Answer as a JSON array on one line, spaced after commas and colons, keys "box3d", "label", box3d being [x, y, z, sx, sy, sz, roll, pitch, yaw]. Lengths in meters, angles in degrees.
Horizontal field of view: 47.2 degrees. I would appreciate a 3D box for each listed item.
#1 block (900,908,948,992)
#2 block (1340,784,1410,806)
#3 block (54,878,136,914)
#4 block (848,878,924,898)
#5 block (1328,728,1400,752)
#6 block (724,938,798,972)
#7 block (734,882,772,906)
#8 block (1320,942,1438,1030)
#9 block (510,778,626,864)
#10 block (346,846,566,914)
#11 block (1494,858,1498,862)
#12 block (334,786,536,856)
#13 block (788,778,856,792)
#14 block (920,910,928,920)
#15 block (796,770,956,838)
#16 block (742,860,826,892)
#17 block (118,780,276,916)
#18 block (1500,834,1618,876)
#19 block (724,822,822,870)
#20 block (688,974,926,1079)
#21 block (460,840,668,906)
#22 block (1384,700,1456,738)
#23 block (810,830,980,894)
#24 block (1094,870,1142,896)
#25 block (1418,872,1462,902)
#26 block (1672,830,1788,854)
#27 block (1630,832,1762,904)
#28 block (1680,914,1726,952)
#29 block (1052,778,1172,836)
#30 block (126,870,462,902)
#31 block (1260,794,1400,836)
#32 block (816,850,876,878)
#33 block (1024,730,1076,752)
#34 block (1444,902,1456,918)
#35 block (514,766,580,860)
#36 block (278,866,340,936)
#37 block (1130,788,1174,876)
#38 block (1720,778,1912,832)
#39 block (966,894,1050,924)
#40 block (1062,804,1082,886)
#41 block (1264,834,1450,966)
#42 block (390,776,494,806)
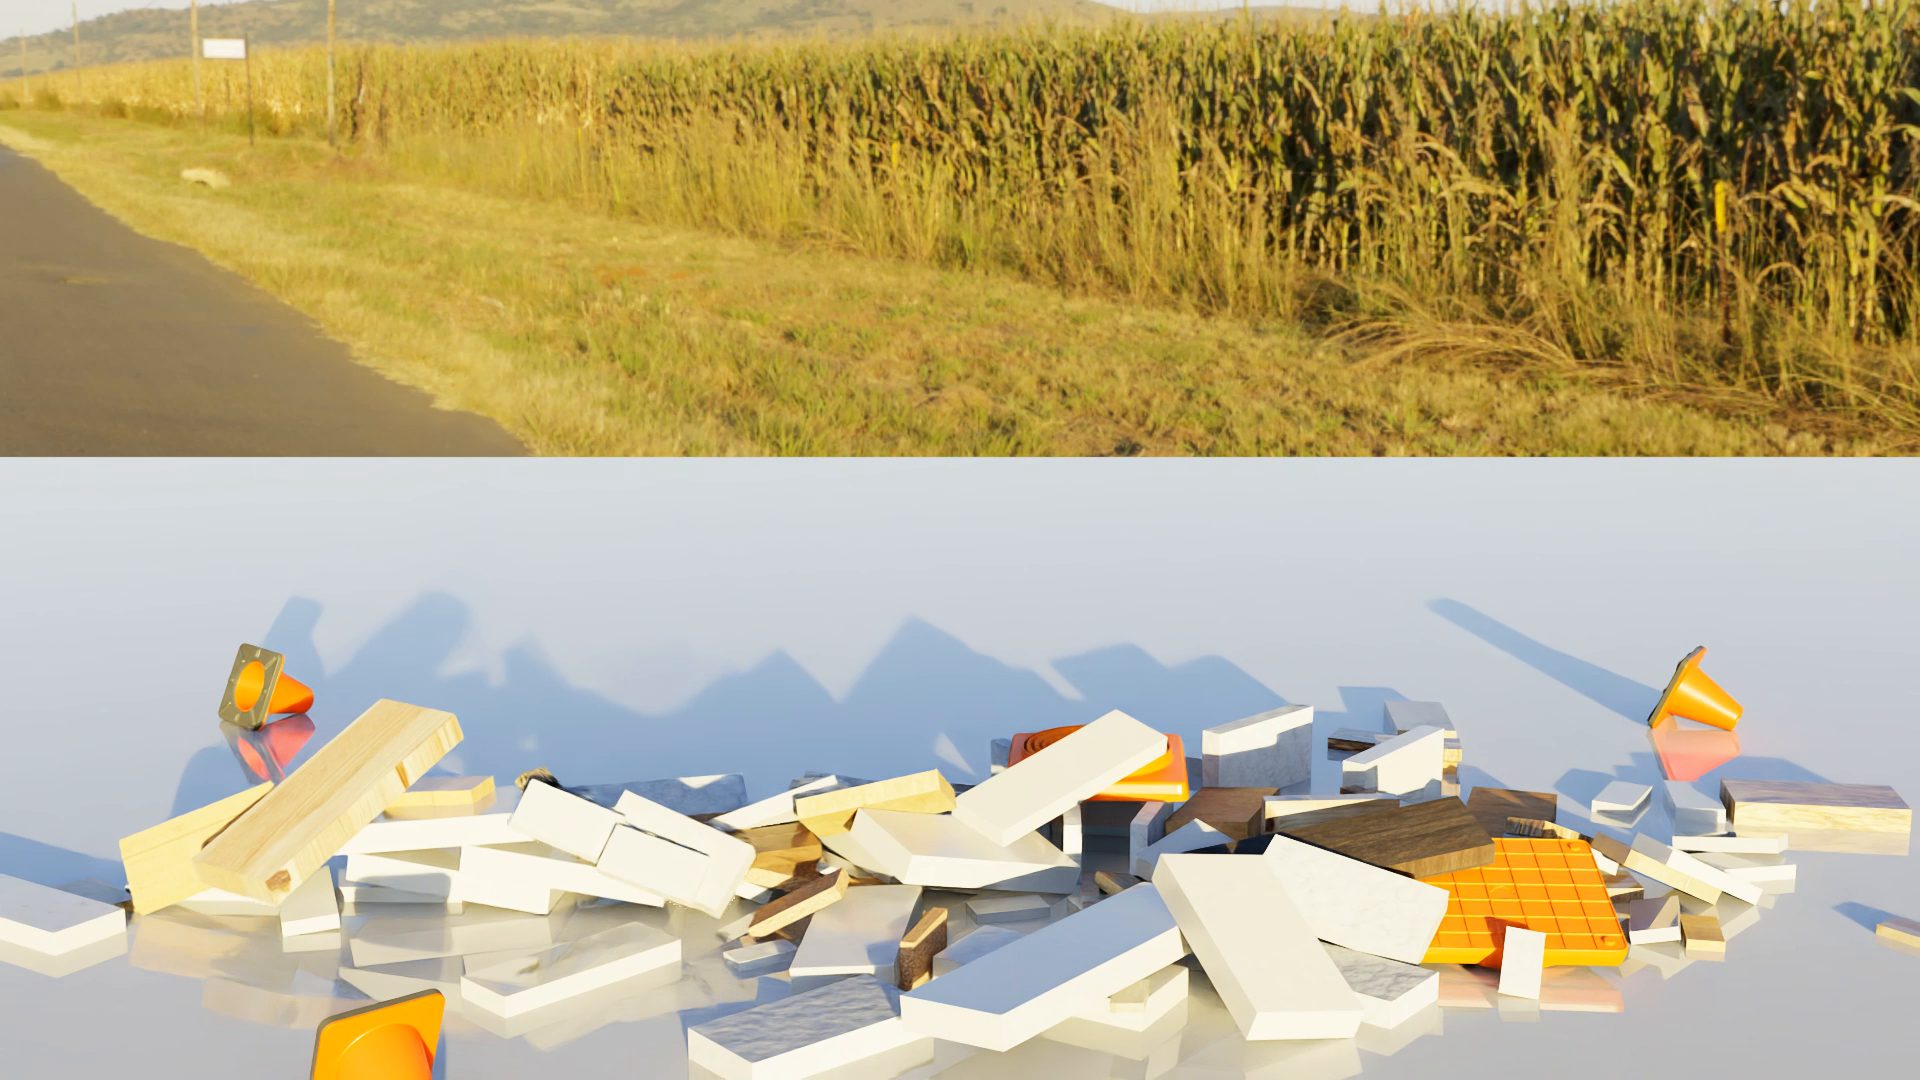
[{"box3d": [-0.054, 0.617, 3.315, 0.022, 0.077, 0.154, 3, 11, 18], "label": "block"}, {"box3d": [0.748, 0.507, 3.806, 0.032, 0.113, 0.226, -7, 13, -34], "label": "block"}, {"box3d": [-1.422, 0.590, 3.612, 0.151, 0.021, 0.076, 9, 14, 40], "label": "block"}, {"box3d": [-0.120, 0.568, 3.587, 0.062, 0.018, 0.124, 14, 2, 37], "label": "block"}, {"box3d": [0.851, 0.418, 4.529, 0.168, 0.024, 0.084, 5, 12, 26], "label": "block"}, {"box3d": [-0.304, 0.637, 3.375, 0.105, 0.015, 0.053, -7, 12, -32], "label": "block"}, {"box3d": [-0.402, 0.543, 3.634, 0.186, 0.026, 0.093, 23, 9, -13], "label": "block"}, {"box3d": [0.543, 0.646, 3.255, 0.289, 0.041, 0.144, 8, 13, 38], "label": "block"}, {"box3d": [-0.626, 0.452, 3.516, 0.165, 0.082, 0.023, 23, -30, -2], "label": "block"}, {"box3d": [-0.825, 0.543, 3.652, 0.336, 0.048, 0.168, 9, 11, 3], "label": "block"}, {"box3d": [0.866, 0.548, 3.753, 0.074, 0.021, 0.149, 0, -1, 4], "label": "block"}, {"box3d": [-0.846, 0.459, 3.626, 0.336, 0.048, 0.168, -5, 10, 6], "label": "block"}, {"box3d": [-0.161, 0.468, 3.847, 0.256, 0.036, 0.128, 15, 3, 31], "label": "block"}, {"box3d": [-0.111, 0.602, 3.542, 0.077, 0.022, 0.154, -6, 12, -30], "label": "block"}, {"box3d": [-0.137, 0.438, 3.641, 0.241, 0.034, 0.121, -13, -24, 9], "label": "block"}, {"box3d": [-0.273, 0.555, 3.645, 0.186, 0.026, 0.093, 14, 10, -8], "label": "block"}, {"box3d": [-1.234, 0.504, 3.608, 0.258, 0.037, 0.129, -22, 57, -11], "label": "block"}, {"box3d": [1.005, 0.527, 3.690, 0.091, 0.026, 0.182, 24, -12, -25], "label": "block"}, {"box3d": [-0.332, 0.506, 3.619, 0.186, 0.026, 0.093, -5, 18, -22], "label": "block"}, {"box3d": [-0.205, 0.682, 3.054, 0.309, 0.044, 0.154, -9, 14, -39], "label": "block"}, {"box3d": [-0.636, 0.527, 3.633, 0.336, 0.048, 0.168, 9, 11, 2], "label": "block"}, {"box3d": [0.973, 0.388, 4.662, 0.120, 0.034, 0.239, 1, 11, 4], "label": "block"}, {"box3d": [-0.126, 0.524, 3.766, 0.175, 0.049, 0.349, 11, 3, -32], "label": "block"}, {"box3d": [0.292, 0.579, 3.547, 0.077, 0.022, 0.154, 13, 10, -38], "label": "block"}, {"box3d": [0.703, 0.564, 3.648, 0.226, 0.032, 0.113, 6, 12, 31], "label": "block"}, {"box3d": [1.344, 0.527, 3.836, 0.176, 0.025, 0.088, -3, -2, 32], "label": "block"}, {"box3d": [1.215, 0.541, 3.626, 0.196, 0.028, 0.098, 24, 3, -20], "label": "block"}, {"box3d": [1.169, 0.619, 3.467, 0.057, 0.016, 0.114, 2, 11, 12], "label": "block"}, {"box3d": [0.277, 0.484, 3.992, 0.211, 0.030, 0.105, 2, 51, 9], "label": "block"}, {"box3d": [-1.100, 0.577, 3.674, 0.558, 0.025, 0.087, 0, 11, 1], "label": "block"}, {"box3d": [0.618, 0.485, 3.677, 0.226, 0.113, 0.032, -1, 10, -4], "label": "block"}, {"box3d": [-0.178, 0.557, 3.653, 0.124, 0.018, 0.062, 24, 9, -3], "label": "block"}, {"box3d": [0.235, 0.418, 4.413, 0.208, 0.029, 0.104, -3, 21, 13], "label": "block"}, {"box3d": [0.776, 0.595, 3.603, 0.047, 0.013, 0.094, -1, 11, -4], "label": "block"}, {"box3d": [-0.650, 0.444, 3.583, 0.023, 0.165, 0.082, -42, -7, 11], "label": "block"}, {"box3d": [-1.058, 0.583, 3.559, 0.087, 0.025, 0.175, -7, 20, -19], "label": "block"}, {"box3d": [0.333, 0.511, 3.806, 0.030, 0.105, 0.211, 4, 11, 17], "label": "block"}, {"box3d": [1.583, 0.492, 4.081, 0.306, 0.043, 0.153, 2, 11, 9], "label": "block"}, {"box3d": [0.077, 0.600, 3.569, 0.124, 0.018, 0.062, -3, 11, -17], "label": "block"}, {"box3d": [0.192, 0.512, 3.802, 0.030, 0.105, 0.211, 0, 11, 1], "label": "block"}, {"box3d": [0.586, 0.551, 3.358, 0.282, 0.040, 0.141, 16, 40, 24], "label": "block"}, {"box3d": [-0.870, 0.419, 3.663, 0.165, 0.023, 0.082, -4, 10, 14], "label": "block"}]
